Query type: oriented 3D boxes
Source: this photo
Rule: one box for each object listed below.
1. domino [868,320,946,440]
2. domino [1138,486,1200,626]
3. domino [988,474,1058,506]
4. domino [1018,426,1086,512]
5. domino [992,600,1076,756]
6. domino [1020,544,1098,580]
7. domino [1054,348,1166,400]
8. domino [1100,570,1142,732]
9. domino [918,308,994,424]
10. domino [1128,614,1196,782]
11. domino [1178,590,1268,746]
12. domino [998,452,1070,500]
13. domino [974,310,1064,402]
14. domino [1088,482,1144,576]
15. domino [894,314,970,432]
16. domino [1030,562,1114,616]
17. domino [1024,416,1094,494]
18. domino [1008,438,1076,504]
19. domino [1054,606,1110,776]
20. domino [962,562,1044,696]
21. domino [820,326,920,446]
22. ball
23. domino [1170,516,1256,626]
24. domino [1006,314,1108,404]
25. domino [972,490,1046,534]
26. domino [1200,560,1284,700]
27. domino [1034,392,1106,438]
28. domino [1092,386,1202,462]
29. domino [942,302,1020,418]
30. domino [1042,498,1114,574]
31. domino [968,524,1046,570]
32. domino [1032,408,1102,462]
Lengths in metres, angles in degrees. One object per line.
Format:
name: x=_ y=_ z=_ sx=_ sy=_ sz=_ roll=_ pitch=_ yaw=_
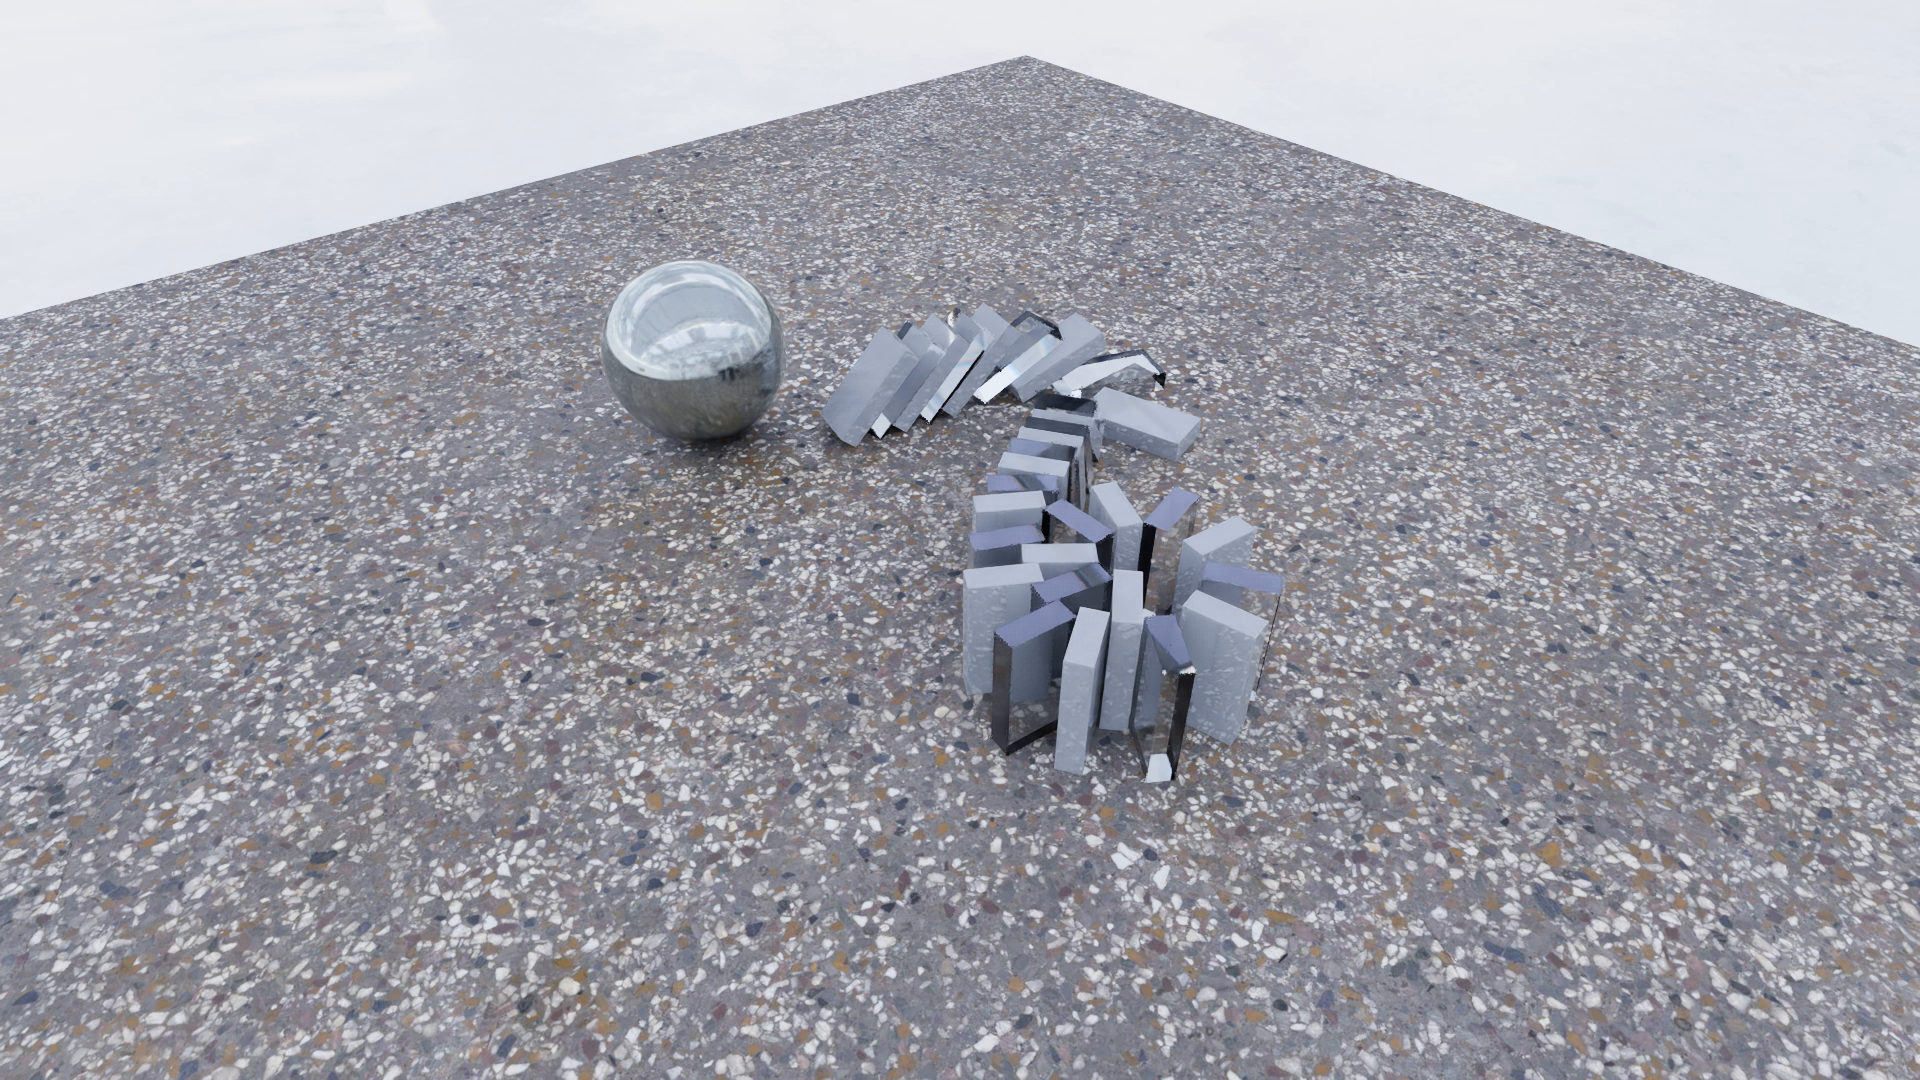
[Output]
domino: x=-0.030 y=-0.074 z=0.507 sx=0.010 sy=0.050 sz=0.025 roll=25 pitch=18 yaw=-44
domino: x=0.074 y=0.008 z=0.401 sx=0.009 sy=0.050 sz=0.025 roll=24 pitch=45 yaw=26
domino: x=0.022 y=-0.002 z=0.413 sx=0.025 sy=0.050 sz=0.009 roll=1 pitch=40 yaw=1
domino: x=0.037 y=-0.027 z=0.444 sx=0.025 sy=0.050 sz=0.010 roll=10 pitch=66 yaw=13
domino: x=0.023 y=0.045 z=0.356 sx=0.025 sy=0.050 sz=0.009 roll=-23 pitch=45 yaw=-26
domino: x=0.033 y=0.024 z=0.383 sx=0.025 sy=0.050 sz=0.009 roll=-1 pitch=39 yaw=-1
domino: x=0.073 y=-0.080 z=0.541 sx=0.050 sy=0.010 sz=0.025 roll=-12 pitch=41 yaw=-15
domino: x=0.053 y=0.037 z=0.366 sx=0.010 sy=0.050 sz=0.025 roll=5 pitch=40 yaw=6
domino: x=-0.008 y=-0.082 z=0.517 sx=0.009 sy=0.050 sz=0.025 roll=25 pitch=18 yaw=-44
domino: x=0.064 y=0.051 z=0.349 sx=0.010 sy=0.050 sz=0.025 roll=-4 pitch=39 yaw=-5
domino: x=0.083 y=0.042 z=0.360 sx=0.025 sy=0.050 sz=0.009 roll=25 pitch=45 yaw=27
domino: x=0.027 y=-0.009 z=0.422 sx=0.025 sy=0.050 sz=0.010 roll=10 pitch=42 yaw=12
domino: x=0.023 y=-0.090 z=0.535 sx=0.050 sy=0.009 sz=0.025 roll=-39 pitch=44 yaw=-11
domino: x=0.055 y=0.007 z=0.403 sx=0.009 sy=0.050 sz=0.025 roll=-11 pitch=41 yaw=-13
domino: x=-0.019 y=-0.078 z=0.512 sx=0.009 sy=0.050 sz=0.025 roll=25 pitch=18 yaw=-44
domino: x=0.036 y=0.033 z=0.371 sx=0.025 sy=0.050 sz=0.009 roll=-18 pitch=43 yaw=-21
domino: x=0.041 y=-0.035 z=0.456 sx=0.025 sy=0.050 sz=0.010 roll=10 pitch=73 yaw=13
domino: x=0.032 y=-0.017 z=0.432 sx=0.025 sy=0.050 sz=0.009 roll=10 pitch=51 yaw=12
domino: x=0.039 y=0.049 z=0.352 sx=0.010 sy=0.050 sz=0.025 roll=11 pitch=41 yaw=13
domino: x=0.014 y=0.031 z=0.374 sx=0.025 sy=0.050 sz=0.009 roll=-6 pitch=40 yaw=-7
domino: x=-0.042 y=-0.070 z=0.502 sx=0.009 sy=0.050 sz=0.025 roll=25 pitch=18 yaw=-44
ball: x=-0.118 y=-0.084 z=0.490 sx=0.080 sy=0.080 sz=0.080 roll=0 pitch=39 yaw=0
domino: x=0.088 y=0.018 z=0.390 sx=0.025 sy=0.050 sz=0.009 roll=-23 pitch=44 yaw=-25
domino: x=0.044 y=-0.089 z=0.538 sx=0.050 sy=0.009 sz=0.025 roll=-33 pitch=43 yaw=-5
domino: x=0.018 y=0.006 z=0.405 sx=0.025 sy=0.050 sz=0.009 roll=-5 pitch=40 yaw=-5
domino: x=0.092 y=0.031 z=0.373 sx=0.025 sy=0.050 sz=0.010 roll=12 pitch=41 yaw=14
domino: x=0.049 y=-0.053 z=0.483 sx=0.025 sy=0.009 sz=0.050 roll=11 pitch=-3 yaw=13
domino: x=0.083 y=-0.054 z=0.510 sx=0.050 sy=0.010 sz=0.025 roll=23 pitch=45 yaw=25
domino: x=0.004 y=-0.086 z=0.522 sx=0.050 sy=0.010 sz=0.025 roll=-51 pitch=46 yaw=11
domino: x=0.041 y=0.012 z=0.396 sx=0.009 sy=0.050 sz=0.025 roll=-29 pitch=48 yaw=-31
domino: x=0.016 y=0.018 z=0.389 sx=0.025 sy=0.050 sz=0.009 roll=-9 pitch=40 yaw=-11
domino: x=0.046 y=-0.044 z=0.472 sx=0.025 sy=0.010 sz=0.050 roll=10 pitch=-4 yaw=13
